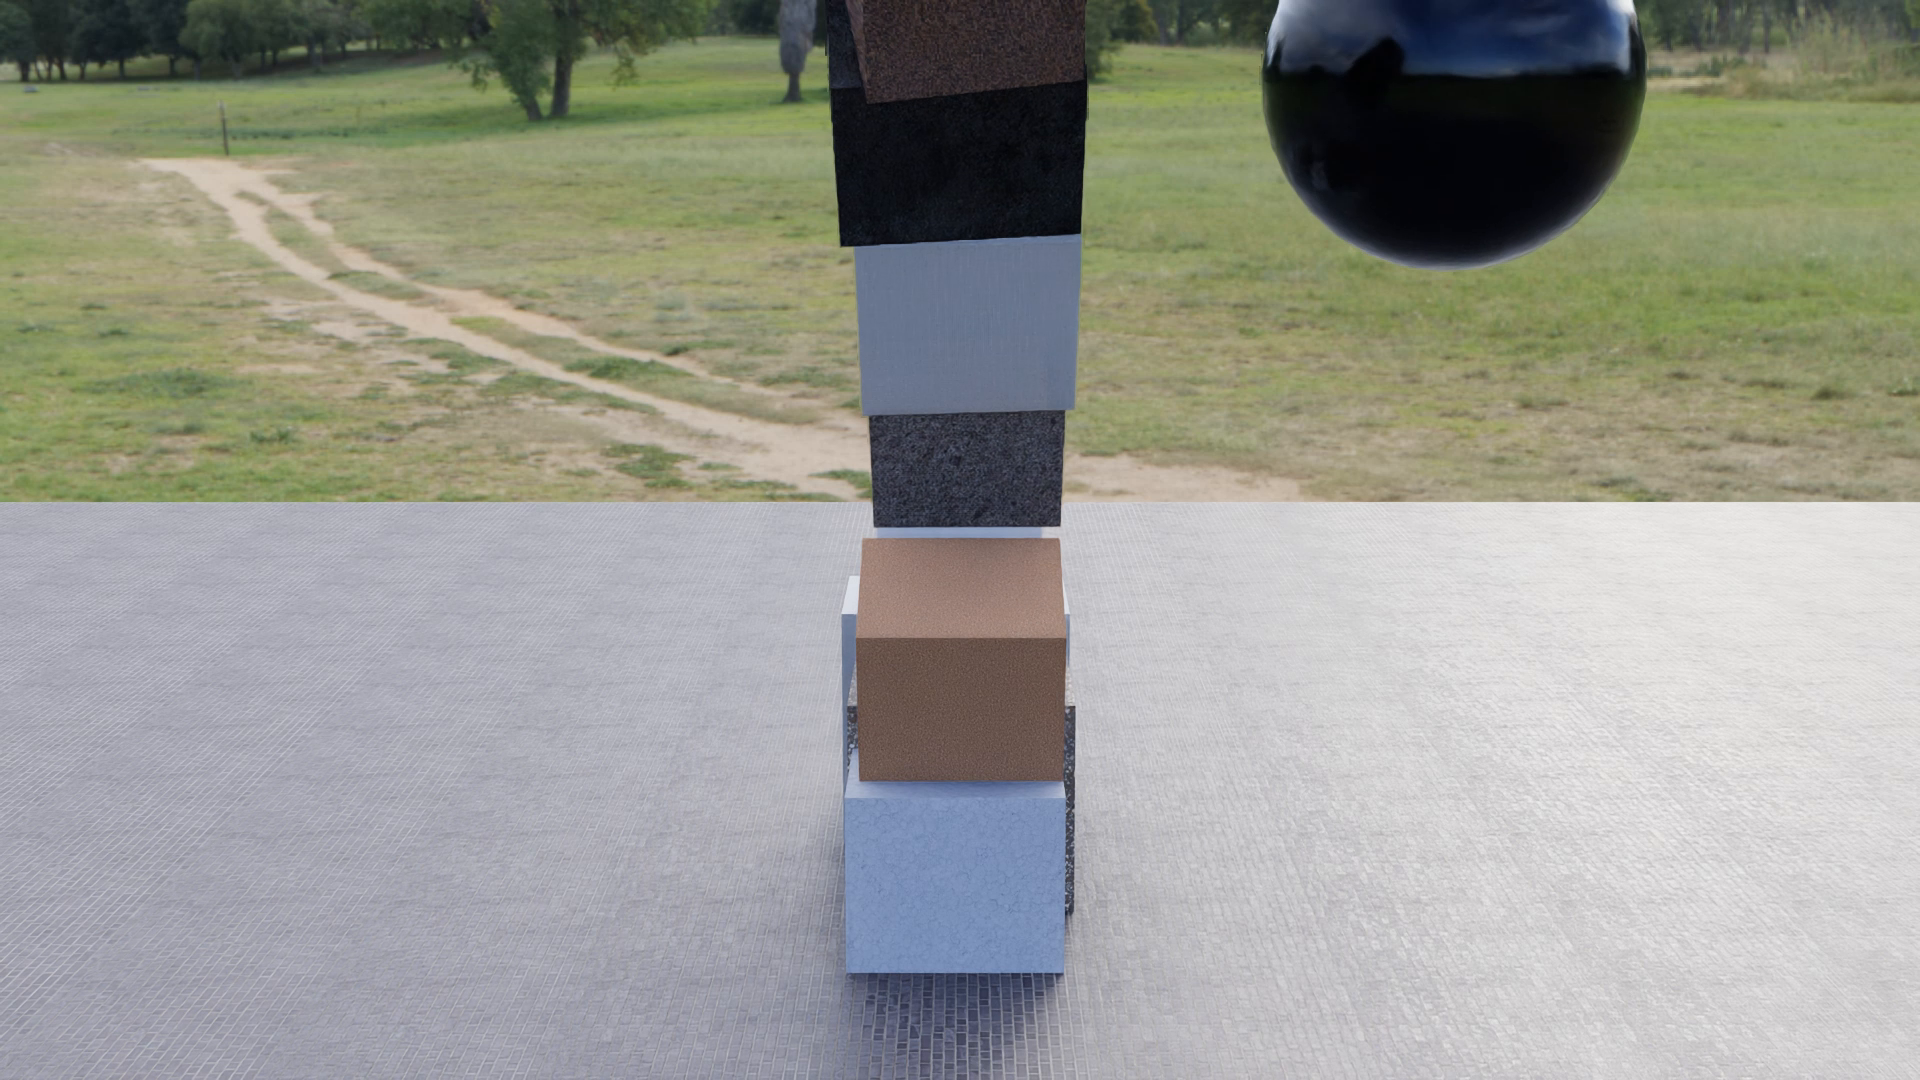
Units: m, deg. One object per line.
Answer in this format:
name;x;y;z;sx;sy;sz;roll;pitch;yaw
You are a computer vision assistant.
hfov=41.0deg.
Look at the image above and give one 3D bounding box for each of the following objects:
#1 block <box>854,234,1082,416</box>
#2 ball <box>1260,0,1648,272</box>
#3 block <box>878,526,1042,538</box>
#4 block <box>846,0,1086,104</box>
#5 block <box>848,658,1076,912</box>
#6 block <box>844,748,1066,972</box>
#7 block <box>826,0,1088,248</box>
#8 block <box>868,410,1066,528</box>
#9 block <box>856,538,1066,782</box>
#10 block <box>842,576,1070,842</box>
block;0.017;-1.156;10.086;0.838;0.906;0.945;-2;50;-1
ball;2.074;-1.936;10.828;1.600;1.600;1.600;0;10;0
block;-0.003;0.235;11.252;0.696;0.718;0.681;0;10;0
block;-0.013;-2.081;8.806;0.753;0.731;0.808;-7;50;-6
block;0.006;1.047;11.298;0.957;0.897;0.977;0;10;0
block;-0.019;1.293;10.454;0.864;0.716;0.751;0;10;0
block;-0.031;-1.675;9.440;0.889;0.750;0.866;-3;50;-3
block;0.028;-0.618;10.773;0.790;0.838;0.768;0;50;0
block;0.004;0.478;10.434;0.816;0.673;0.784;0;30;0
block;-0.020;0.788;12.212;1.040;1.081;0.895;0;10;0
